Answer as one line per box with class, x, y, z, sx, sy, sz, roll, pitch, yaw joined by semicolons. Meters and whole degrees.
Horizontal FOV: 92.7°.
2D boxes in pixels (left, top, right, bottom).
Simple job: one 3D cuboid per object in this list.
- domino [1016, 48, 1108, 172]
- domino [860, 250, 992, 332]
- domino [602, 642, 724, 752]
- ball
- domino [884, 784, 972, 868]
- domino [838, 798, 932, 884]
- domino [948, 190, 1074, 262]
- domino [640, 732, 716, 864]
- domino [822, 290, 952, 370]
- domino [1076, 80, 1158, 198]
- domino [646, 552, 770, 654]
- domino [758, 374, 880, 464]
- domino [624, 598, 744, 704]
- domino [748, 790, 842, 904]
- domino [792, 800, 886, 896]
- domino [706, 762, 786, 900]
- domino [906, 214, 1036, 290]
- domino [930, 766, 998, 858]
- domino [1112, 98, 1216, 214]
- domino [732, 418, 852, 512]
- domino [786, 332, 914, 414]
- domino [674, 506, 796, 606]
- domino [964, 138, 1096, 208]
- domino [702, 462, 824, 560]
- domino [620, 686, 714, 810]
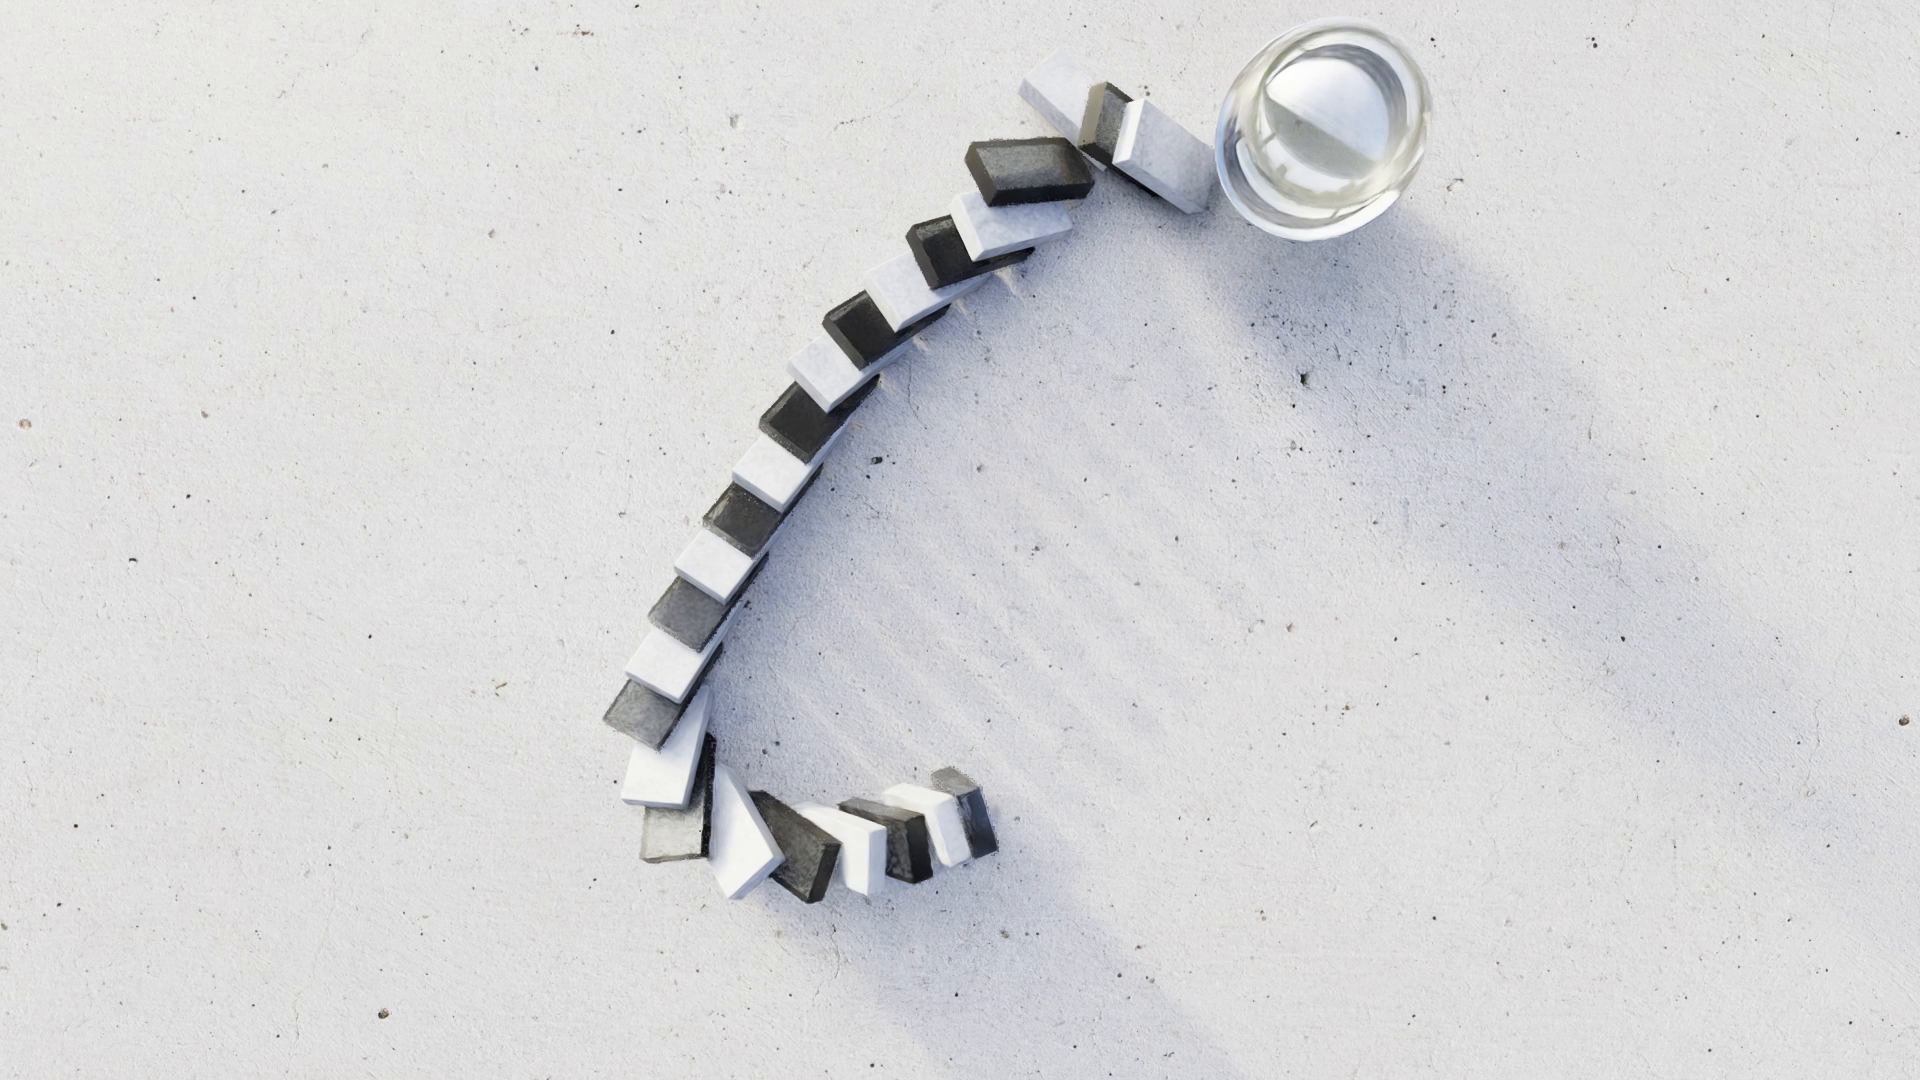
domino;0.052;-0.183;0.391;0.050;0.010;0.025;43;67;0
domino;-0.014;-0.110;0.385;0.050;0.009;0.025;-35;90;-26
domino;-0.123;0.060;0.384;0.025;0.010;0.050;27;62;1
ball;0.141;-0.160;0.360;0.080;0.080;0.080;0;90;0
domino;-0.014;0.116;0.376;0.010;0.050;0.025;-17;90;-28
domino;-0.032;0.123;0.378;0.010;0.050;0.025;-8;90;-39
domino;0.022;-0.135;0.383;0.050;0.010;0.025;-24;89;-30
domino;-0.117;0.107;0.382;0.025;0.010;0.050;-7;59;4
domino;-0.030;-0.095;0.385;0.050;0.009;0.025;-39;90;-26
domino;0.072;-0.165;0.381;0.050;0.009;0.025;13;90;-38
domino;-0.105;0.020;0.385;0.025;0.010;0.050;32;63;0
domino;-0.059;-0.058;0.385;0.025;0.010;0.050;37;65;0
domino;-0.115;0.040;0.384;0.025;0.010;0.050;28;62;0
domino;-0.073;0.127;0.381;0.050;0.009;0.025;19;91;37
domino;-0.051;0.126;0.379;0.050;0.010;0.025;1;90;44
domino;-0.096;0.121;0.382;0.025;0.010;0.050;-43;57;0
domino;0.005;-0.125;0.385;0.050;0.010;0.025;-25;90;-26
domino;0.001;0.110;0.375;0.010;0.050;0.025;-17;90;-14
domino;0.086;-0.158;0.381;0.050;0.010;0.025;14;90;-38
domino;-0.070;-0.038;0.385;0.025;0.010;0.050;34;65;0
domino;-0.046;-0.078;0.385;0.025;0.010;0.050;46;64;0
domino;-0.094;0.000;0.385;0.025;0.010;0.050;33;64;0
domino;0.029;-0.153;0.381;0.050;0.009;0.025;-16;73;-28
domino;-0.082;-0.019;0.385;0.025;0.009;0.050;34;64;0
domino;-0.121;0.085;0.383;0.025;0.010;0.050;5;60;2
